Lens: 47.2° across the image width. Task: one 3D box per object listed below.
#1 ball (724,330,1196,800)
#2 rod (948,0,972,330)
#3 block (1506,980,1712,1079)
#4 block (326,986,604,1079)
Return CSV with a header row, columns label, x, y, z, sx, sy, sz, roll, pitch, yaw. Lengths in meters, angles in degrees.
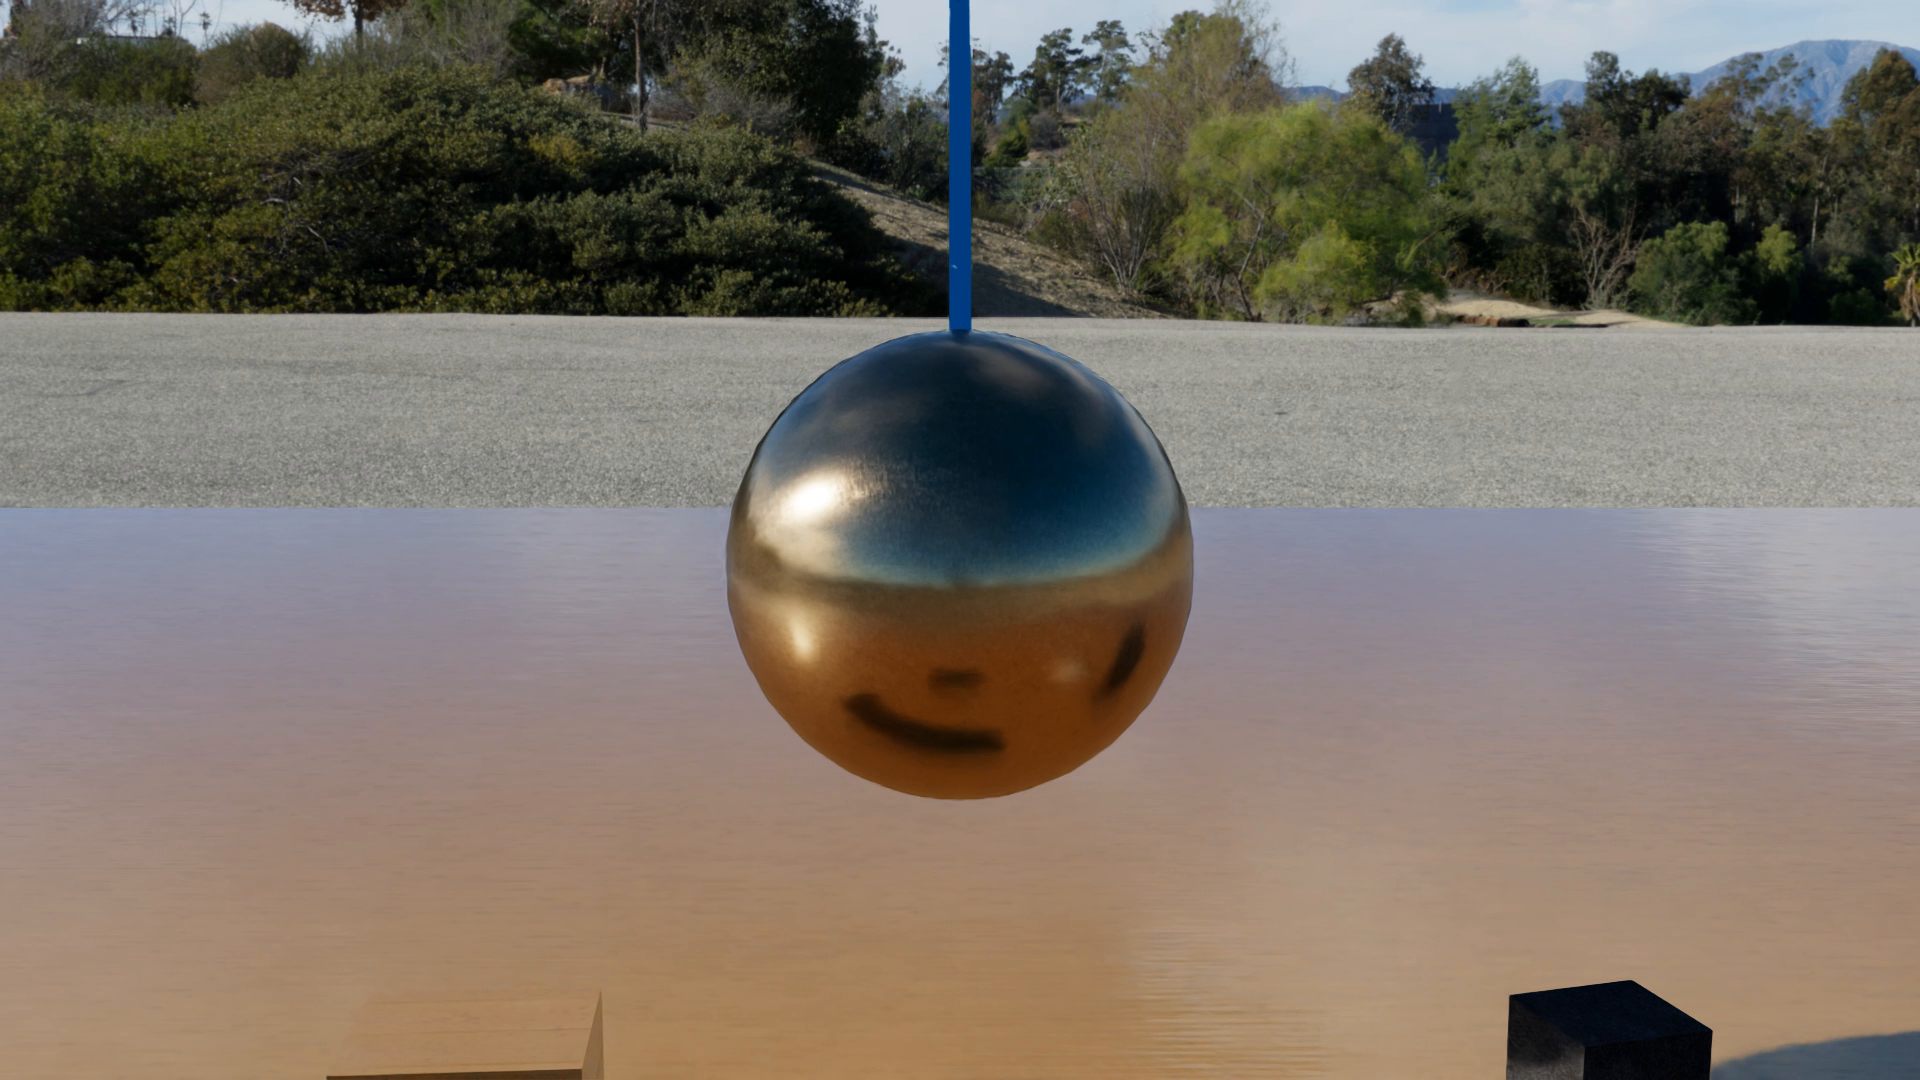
label,x,y,z,sx,sy,sz,roll,pitch,yaw
ball,0.000,0.083,7.515,1.600,1.600,1.600,0,10,0
rod,0.000,-2.951,9.049,0.080,5.200,0.080,0,-27,0
block,2.224,1.894,7.585,0.490,0.560,0.472,-3,11,-17
block,-1.515,1.904,6.881,0.745,0.792,0.649,-1,10,-4
